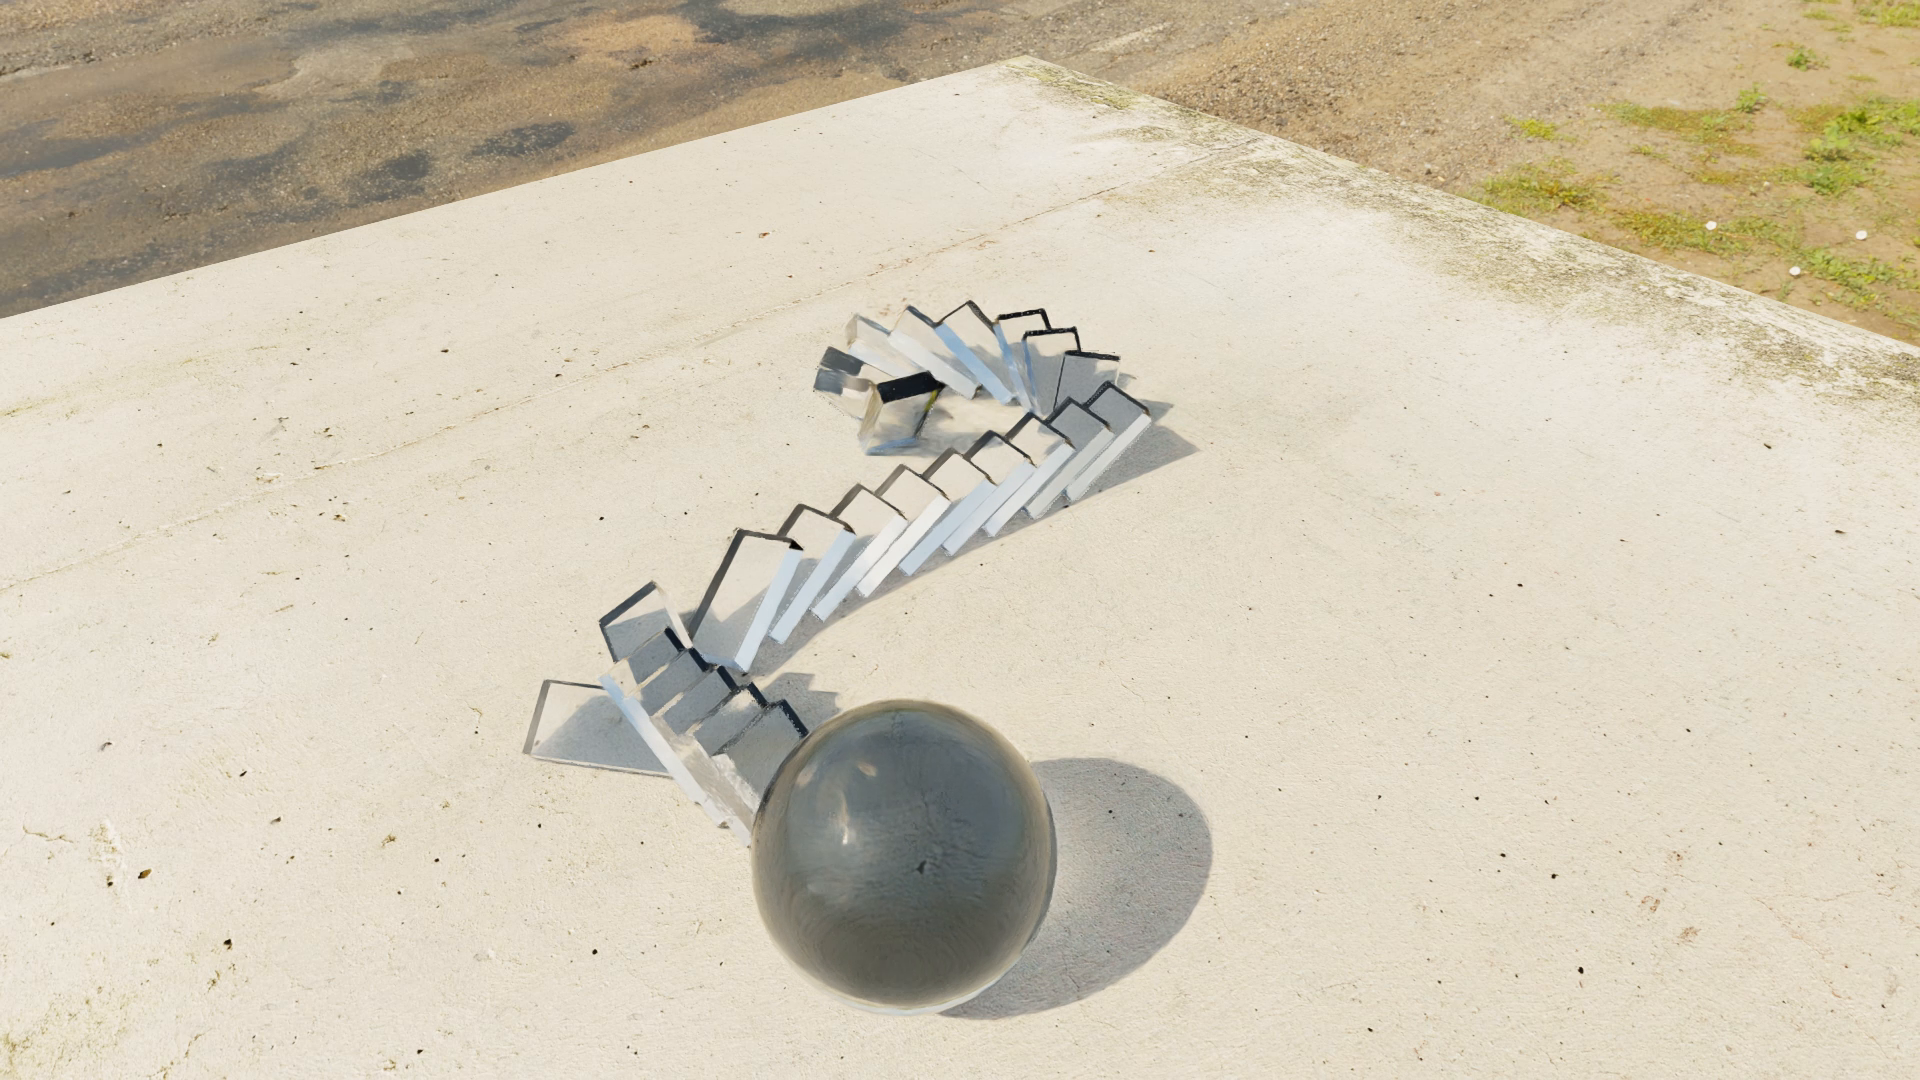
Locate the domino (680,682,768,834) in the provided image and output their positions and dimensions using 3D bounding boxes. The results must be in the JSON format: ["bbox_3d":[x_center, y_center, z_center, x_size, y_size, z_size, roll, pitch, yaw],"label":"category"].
[{"bbox_3d":[-0.059,0.071,0.330,0.010,0.050,0.025,-21,16,48],"label":"domino"}]

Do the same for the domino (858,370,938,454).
[{"bbox_3d":[-0.028,-0.055,0.481,0.025,0.050,0.010,-17,75,-20],"label":"domino"}]

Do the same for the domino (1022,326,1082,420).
[{"bbox_3d":[0.046,-0.074,0.513,0.025,0.009,0.050,-7,73,-10],"label":"domino"}]

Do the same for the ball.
[{"bbox_3d":[-0.014,0.082,0.288,0.080,0.080,0.080,0,39,0],"label":"ball"}]

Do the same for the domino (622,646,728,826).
[{"bbox_3d":[-0.079,0.061,0.342,0.010,0.050,0.025,-21,16,48],"label":"domino"}]

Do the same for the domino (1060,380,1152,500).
[{"bbox_3d":[0.056,-0.043,0.476,0.050,0.010,0.025,-45,56,-5],"label":"domino"}]

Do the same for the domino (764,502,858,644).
[{"bbox_3d":[-0.063,0.012,0.411,0.025,0.010,0.050,22,70,31],"label":"domino"}]

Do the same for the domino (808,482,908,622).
[{"bbox_3d":[-0.046,0.004,0.421,0.025,0.009,0.050,33,77,34],"label":"domino"}]

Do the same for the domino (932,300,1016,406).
[{"bbox_3d":[0.013,-0.091,0.534,0.050,0.009,0.025,47,50,1],"label":"domino"}]

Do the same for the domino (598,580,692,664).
[{"bbox_3d":[-0.109,0.039,0.388,0.025,0.009,0.050,-37,47,-3],"label":"domino"}]

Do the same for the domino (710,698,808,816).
[{"bbox_3d":[-0.048,0.075,0.325,0.009,0.050,0.025,-21,16,48],"label":"domino"}]

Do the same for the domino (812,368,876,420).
[{"bbox_3d":[-0.044,-0.063,0.494,0.025,0.050,0.009,14,85,17],"label":"domino"}]

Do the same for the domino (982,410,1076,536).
[{"bbox_3d":[0.021,-0.028,0.459,0.050,0.010,0.025,-46,52,-5],"label":"domino"}]

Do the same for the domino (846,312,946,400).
[{"bbox_3d":[-0.031,-0.089,0.531,0.050,0.010,0.025,25,31,-25],"label":"domino"}]

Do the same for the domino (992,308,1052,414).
[{"bbox_3d":[0.036,-0.086,0.528,0.025,0.009,0.050,-13,73,-19],"label":"domino"}]

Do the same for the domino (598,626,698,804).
[{"bbox_3d":[-0.088,0.056,0.349,0.010,0.050,0.025,-22,16,49],"label":"domino"}]

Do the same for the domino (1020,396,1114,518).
[{"bbox_3d":[0.039,-0.035,0.467,0.050,0.009,0.025,-46,54,-5],"label":"domino"}]

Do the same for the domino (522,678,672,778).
[{"bbox_3d":[-0.114,0.062,0.360,0.050,0.009,0.025,6,68,7],"label":"domino"}]

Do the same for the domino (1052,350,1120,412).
[{"bbox_3d":[0.055,-0.060,0.495,0.025,0.009,0.050,10,75,11],"label":"domino"}]

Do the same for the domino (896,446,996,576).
[{"bbox_3d":[-0.012,-0.012,0.440,0.050,0.010,0.025,-45,52,-7],"label":"domino"}]

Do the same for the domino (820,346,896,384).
[{"bbox_3d":[-0.040,-0.074,0.510,0.025,0.009,0.050,29,6,30],"label":"domino"}]

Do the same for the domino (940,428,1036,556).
[{"bbox_3d":[0.005,-0.020,0.450,0.050,0.010,0.025,-46,52,-6],"label":"domino"}]

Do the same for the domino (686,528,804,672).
[{"bbox_3d":[-0.079,0.021,0.399,0.025,0.010,0.050,9,63,27],"label":"domino"}]

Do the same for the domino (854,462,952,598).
[{"bbox_3d":[-0.030,-0.004,0.431,0.025,0.010,0.050,35,79,35],"label":"domino"}]

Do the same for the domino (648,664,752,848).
[{"bbox_3d":[-0.069,0.066,0.336,0.009,0.050,0.025,-21,16,48],"label":"domino"}]

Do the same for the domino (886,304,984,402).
[{"bbox_3d":[-0.010,-0.091,0.534,0.050,0.009,0.025,34,39,-12],"label":"domino"}]
